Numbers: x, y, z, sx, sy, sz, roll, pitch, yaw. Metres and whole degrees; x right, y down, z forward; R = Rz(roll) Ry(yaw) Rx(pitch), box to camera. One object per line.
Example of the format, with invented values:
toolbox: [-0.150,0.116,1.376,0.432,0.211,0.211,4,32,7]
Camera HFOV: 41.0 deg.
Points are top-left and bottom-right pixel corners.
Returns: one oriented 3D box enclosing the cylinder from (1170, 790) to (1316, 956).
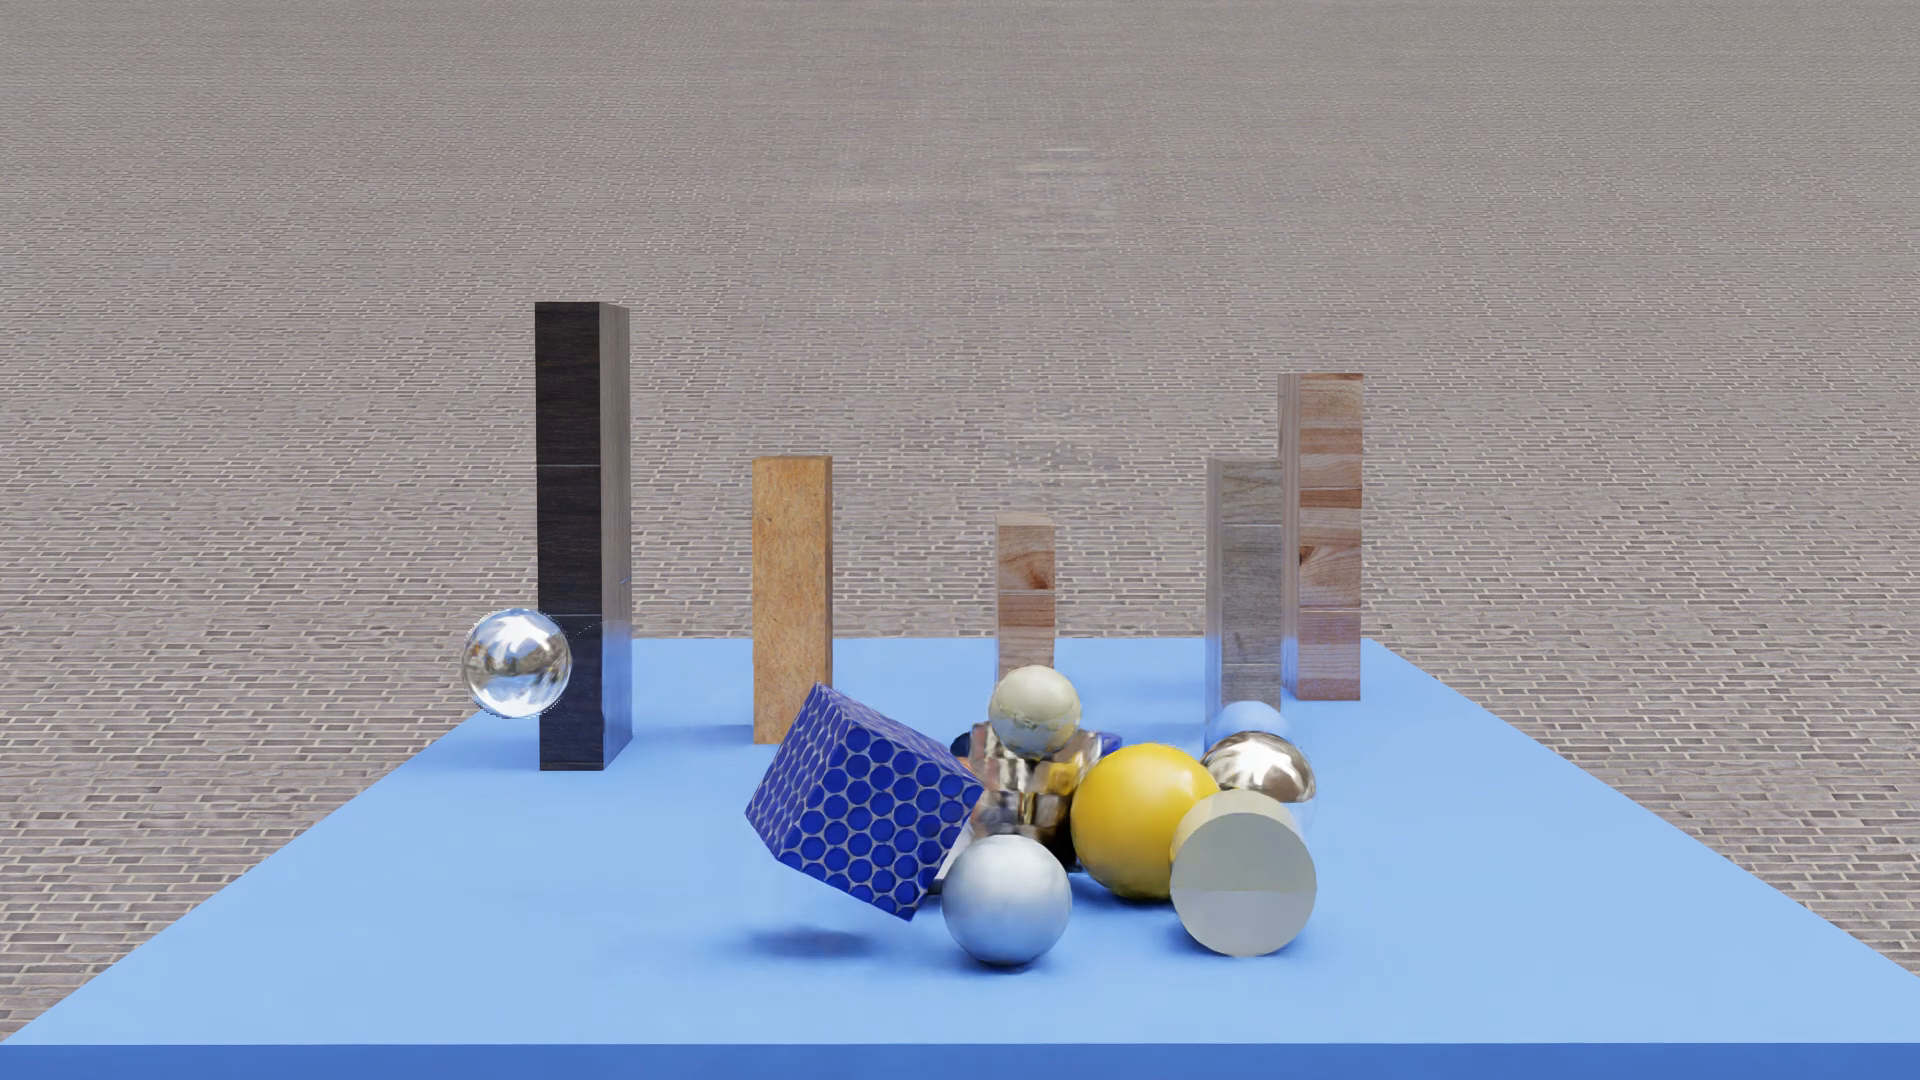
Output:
cylinder: [0.328,0.386,2.992,0.166,0.166,0.166,2,4,4]

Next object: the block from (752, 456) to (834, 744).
block: [-0.307,0.104,4.748,0.131,0.513,0.270,0,4,0]

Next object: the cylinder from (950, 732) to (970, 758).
cylinder: [0.079,0.348,3.763,0.147,0.147,0.147,-3,18,-37]

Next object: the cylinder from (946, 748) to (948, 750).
cylinder: [-0.107,0.351,3.592,0.162,0.162,0.162,-16,13,-38]

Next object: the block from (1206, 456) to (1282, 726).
block: [0.522,0.105,4.746,0.107,0.510,0.299,0,4,0]

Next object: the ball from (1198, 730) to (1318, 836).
ball: [0.401,0.349,3.506,0.176,0.176,0.176,0,20,0]

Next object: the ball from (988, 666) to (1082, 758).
ball: [0.094,0.216,3.223,0.117,0.117,0.117,0,20,0]

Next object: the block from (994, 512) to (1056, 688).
block: [0.102,0.181,4.146,0.087,0.432,0.380,0,4,0]

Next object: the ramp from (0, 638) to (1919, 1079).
ramp: [0.047,0.424,4.534,2.000,0.100,4.000,0,4,0]

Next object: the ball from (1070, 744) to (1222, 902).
ball: [0.237,0.355,3.226,0.199,0.199,0.199,0,20,0]

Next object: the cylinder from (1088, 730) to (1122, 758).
cylinder: [0.141,0.353,3.542,0.163,0.163,0.163,0,4,0]

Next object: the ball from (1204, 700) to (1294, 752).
ball: [0.462,0.328,4.112,0.143,0.143,0.143,0,20,0]

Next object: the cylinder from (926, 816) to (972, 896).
cylinder: [-0.041,0.382,3.228,0.111,0.111,0.111,-2,-19,-1]

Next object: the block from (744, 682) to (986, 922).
block: [-0.113,0.300,2.965,0.178,0.178,0.178,28,2,-20]

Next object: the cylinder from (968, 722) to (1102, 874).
cylinder: [0.093,0.337,3.353,0.174,0.174,0.174,5,-13,1]

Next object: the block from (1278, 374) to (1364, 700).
block: [0.755,-0.016,5.418,0.126,0.668,0.370,0,4,0]

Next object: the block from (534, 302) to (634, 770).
block: [-0.653,-0.016,4.485,0.107,0.785,0.396,0,4,0]

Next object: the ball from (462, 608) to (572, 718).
ball: [-0.559,0.155,3.240,0.137,0.137,0.137,0,20,0]

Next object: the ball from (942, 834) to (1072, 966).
ball: [0.052,0.403,2.876,0.146,0.146,0.146,0,20,0]

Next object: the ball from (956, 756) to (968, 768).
ball: [-0.013,0.365,3.470,0.148,0.148,0.148,0,20,0]
